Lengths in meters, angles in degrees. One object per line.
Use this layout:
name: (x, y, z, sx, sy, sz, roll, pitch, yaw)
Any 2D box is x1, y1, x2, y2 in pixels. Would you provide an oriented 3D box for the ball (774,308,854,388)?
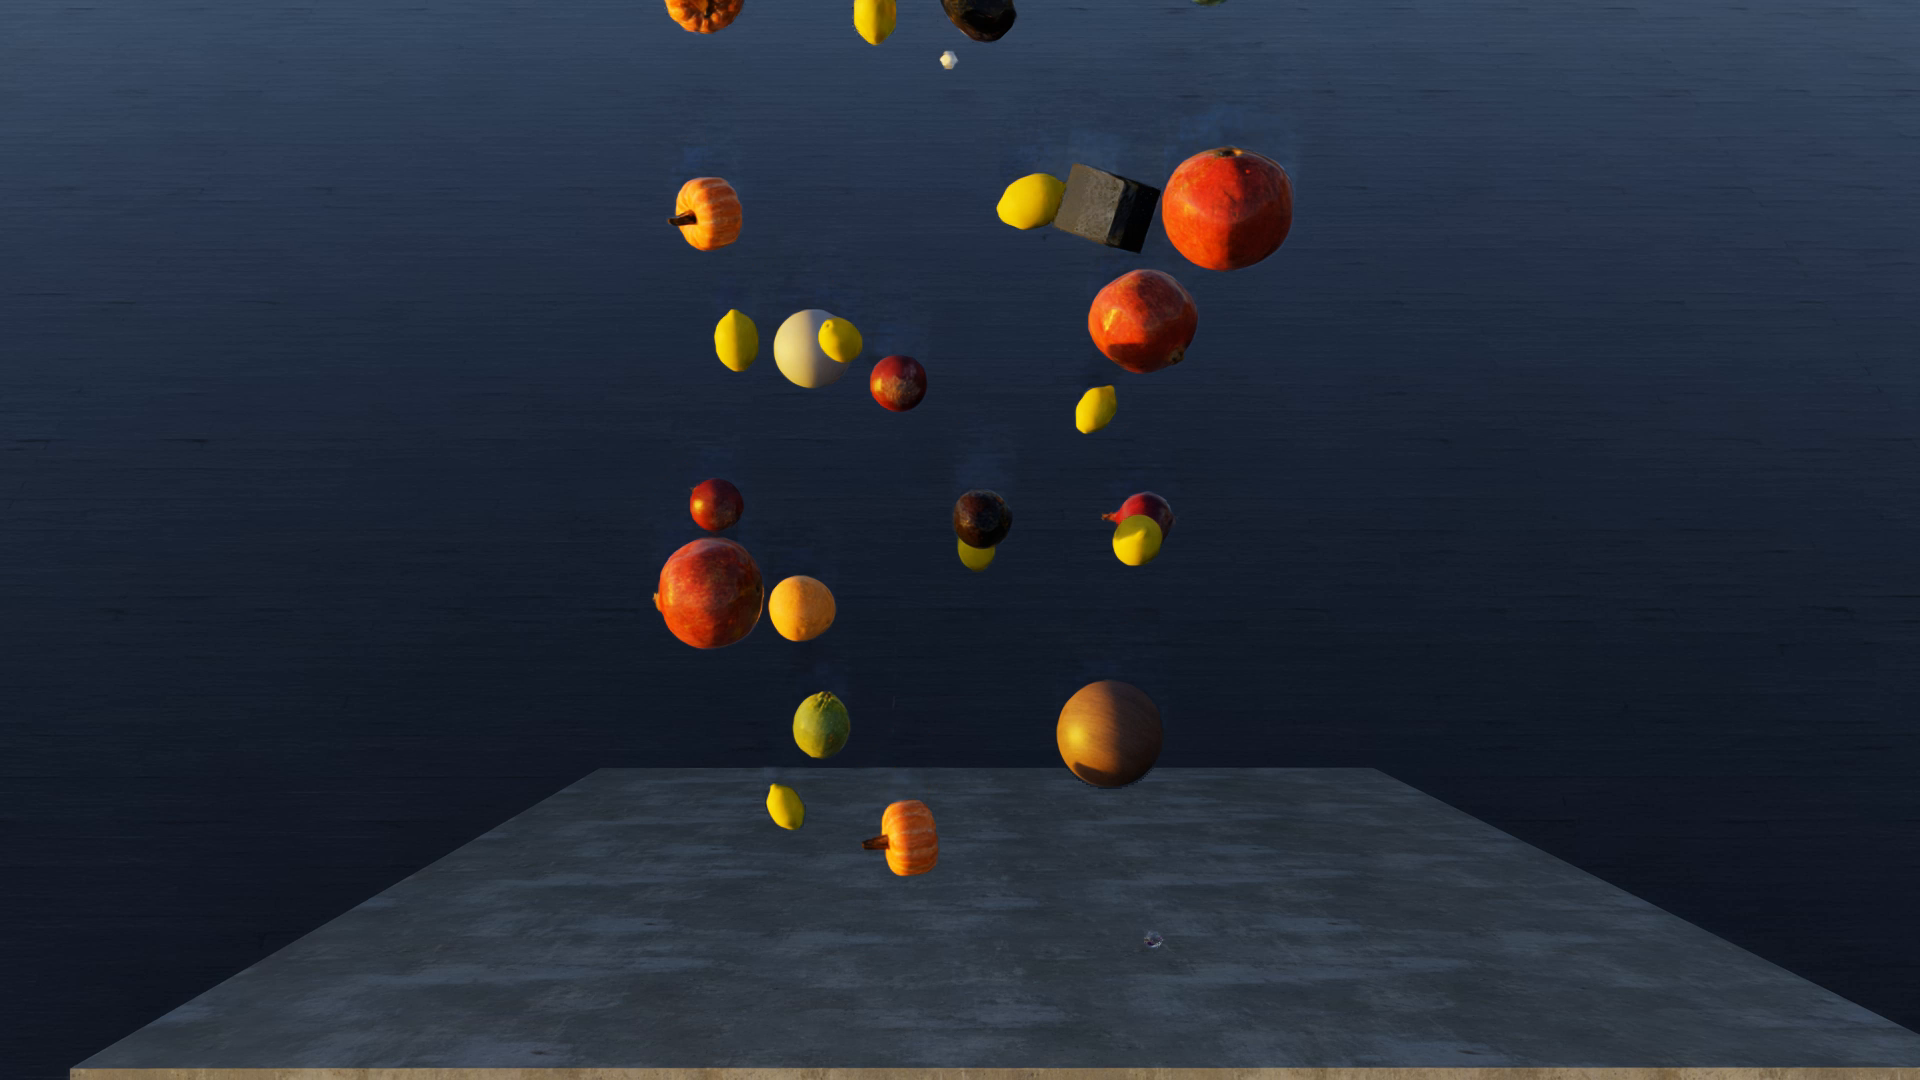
ball: (-0.158, -0.206, 2.784, 0.085, 0.085, 0.085, 0, 32, 0)

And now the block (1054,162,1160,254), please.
block: (0.141, -0.318, 2.486, 0.063, 0.063, 0.063, 25, 13, 34)

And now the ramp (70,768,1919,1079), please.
ramp: (0.070, 0.620, 4.703, 2.000, 0.100, 4.000, 0, -1, 0)
